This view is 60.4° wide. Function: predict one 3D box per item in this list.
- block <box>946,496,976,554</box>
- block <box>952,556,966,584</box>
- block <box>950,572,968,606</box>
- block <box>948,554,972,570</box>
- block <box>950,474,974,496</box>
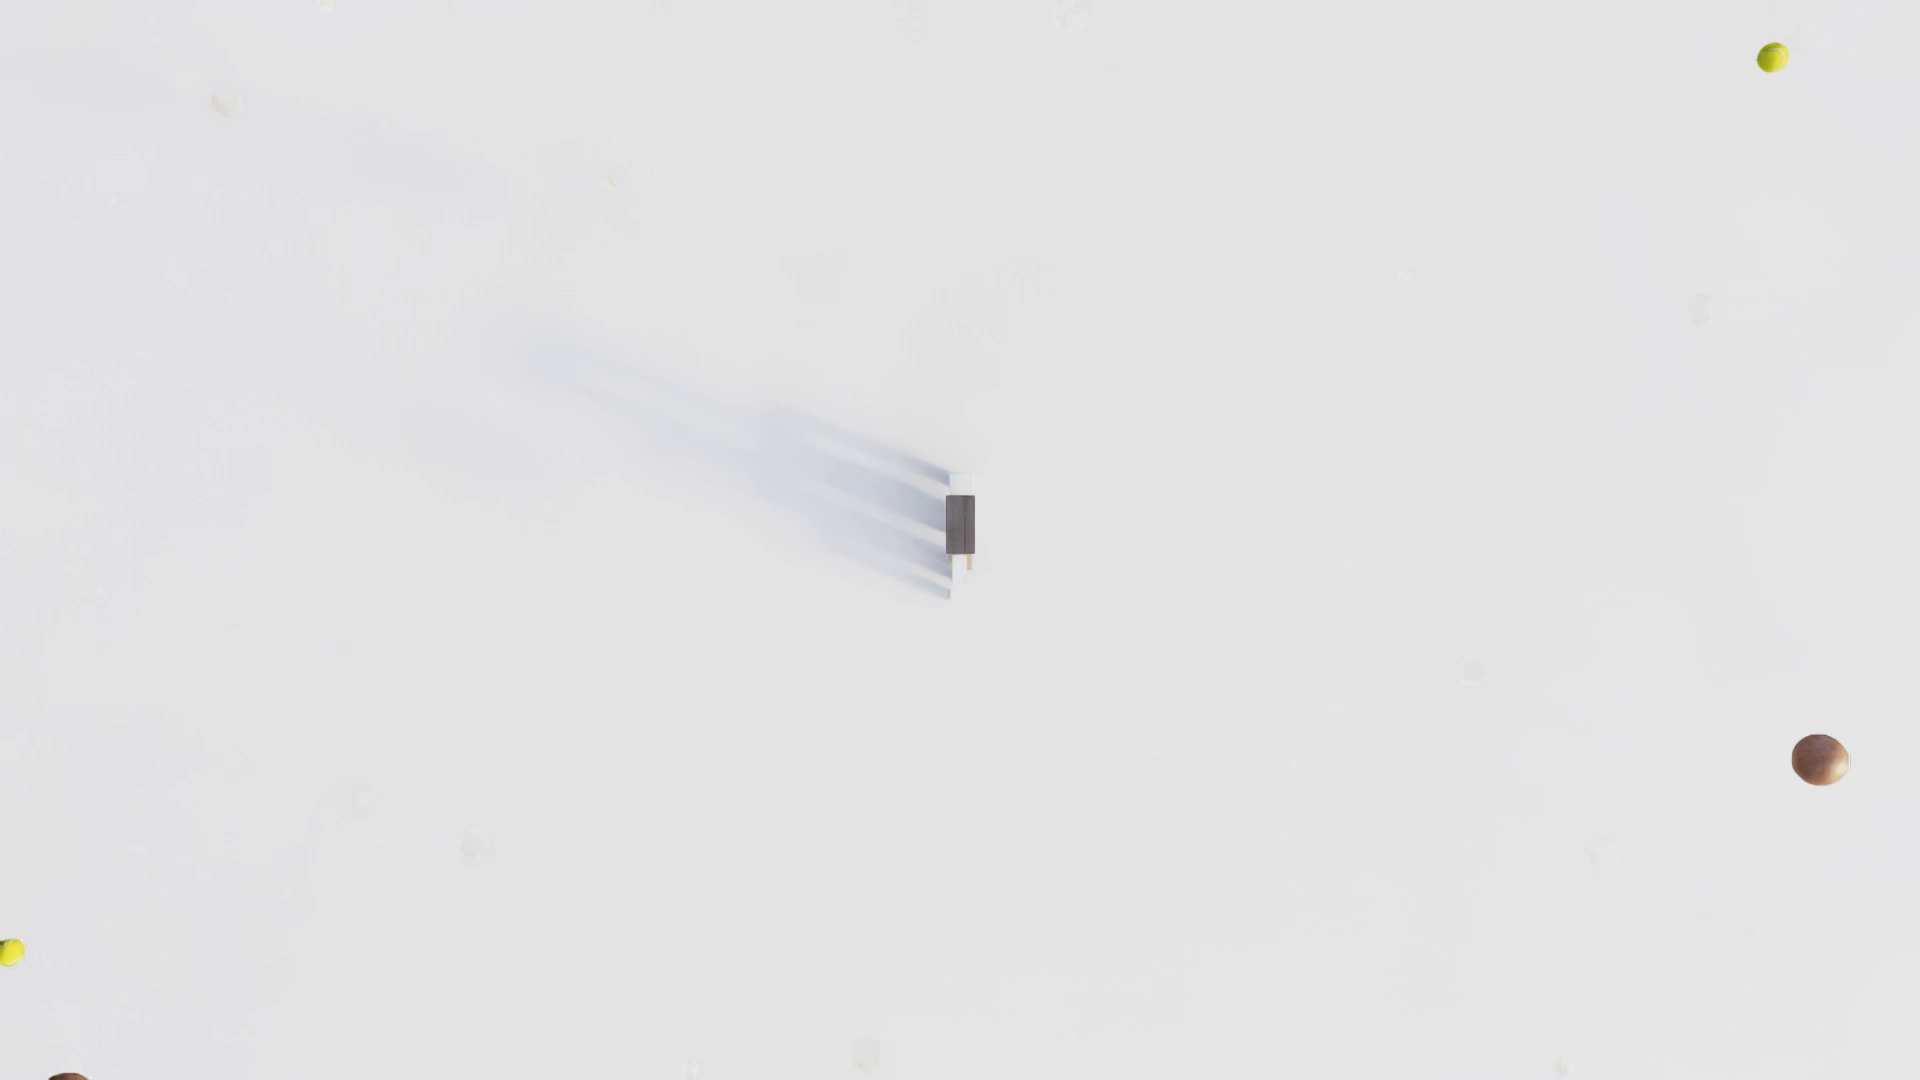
[{"bbox_3d":[0.002,-0.048,5.130,0.091,0.026,0.183,0,90,0],"label":"block"},{"bbox_3d":[-0.001,0.094,5.228,0.045,0.013,0.091,0,90,0],"label":"block"},{"bbox_3d":[-0.003,0.158,5.381,0.055,0.016,0.111,0,90,0],"label":"block"},{"bbox_3d":[0.002,0.021,5.336,0.076,0.022,0.153,0,90,0],"label":"block"},{"bbox_3d":[0.005,-0.137,5.336,0.076,0.022,0.153,0,90,0],"label":"block"}]
